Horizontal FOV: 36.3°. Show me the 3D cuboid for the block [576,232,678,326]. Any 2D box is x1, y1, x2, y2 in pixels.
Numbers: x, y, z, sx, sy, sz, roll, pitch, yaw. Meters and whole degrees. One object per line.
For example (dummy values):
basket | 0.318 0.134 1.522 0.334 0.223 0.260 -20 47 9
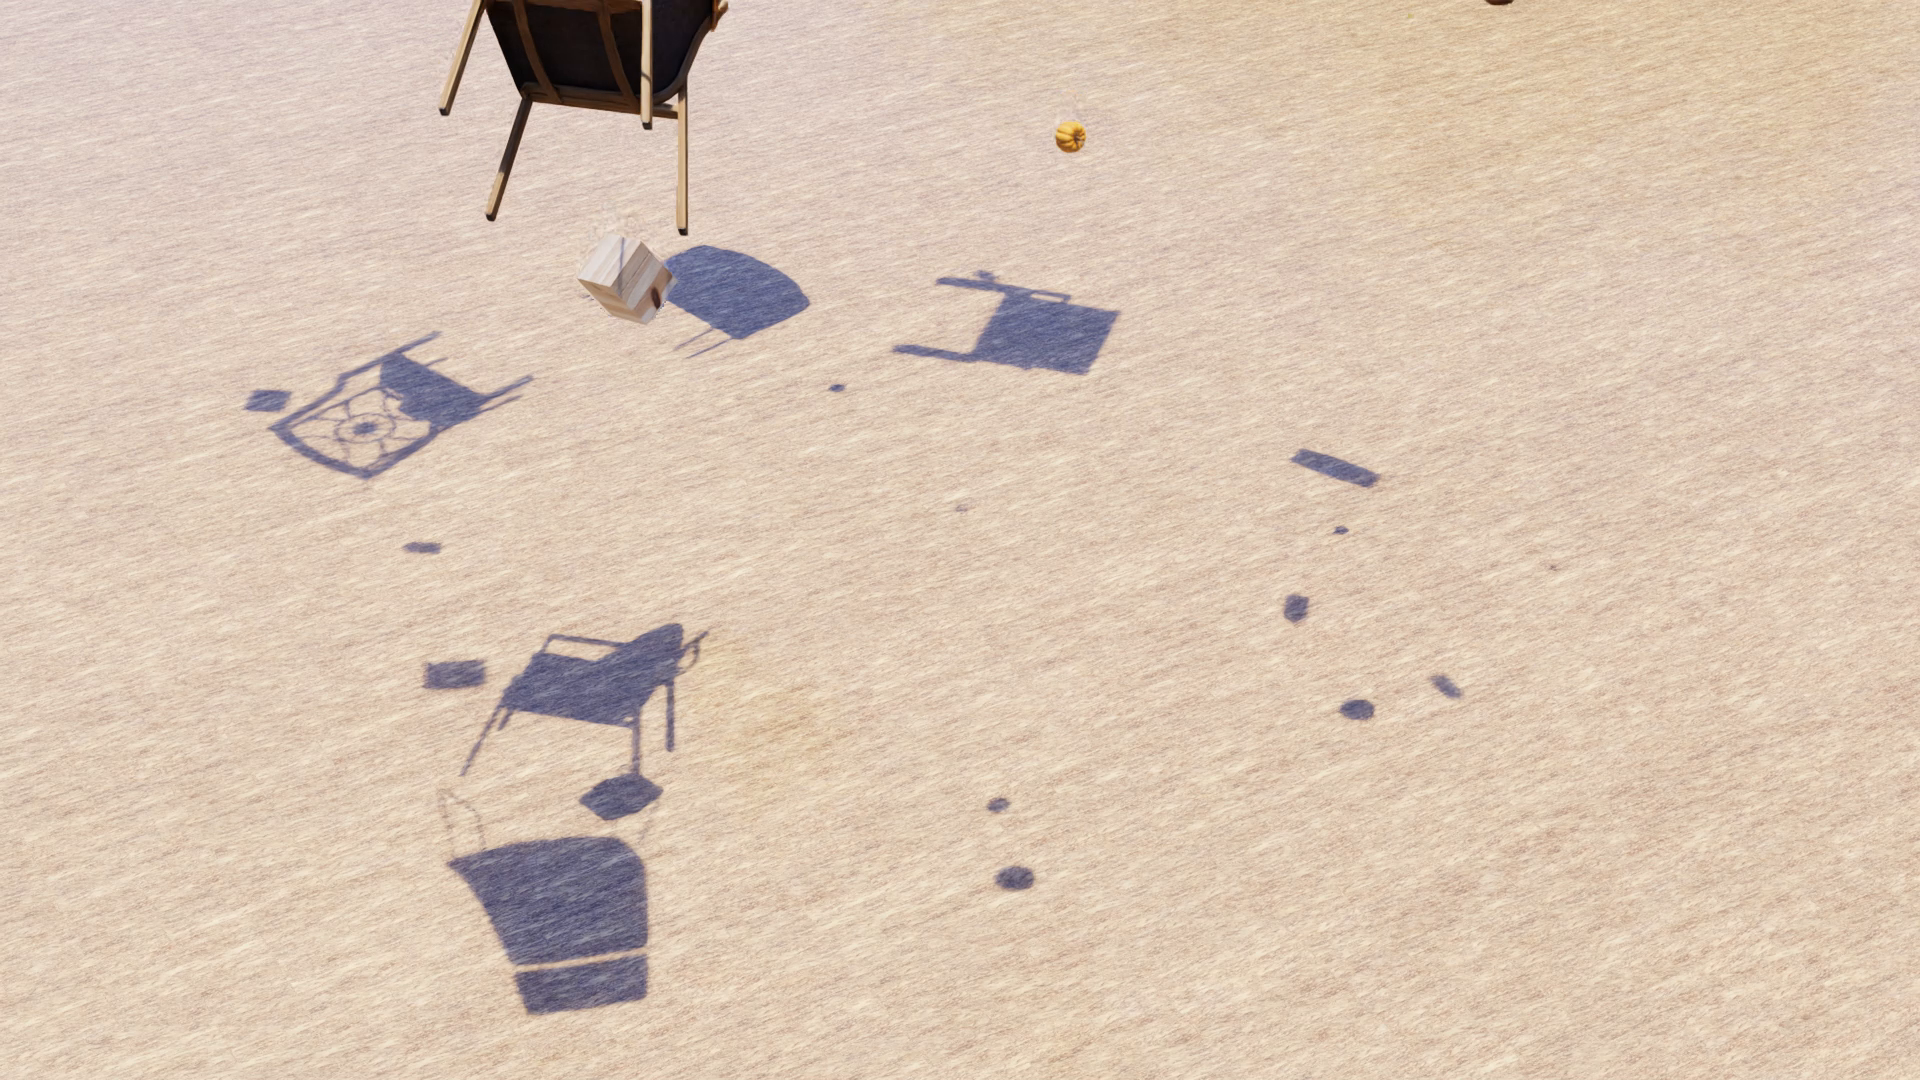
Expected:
block | -0.969 -0.759 8.528 0.161 0.190 0.165 18 69 42
